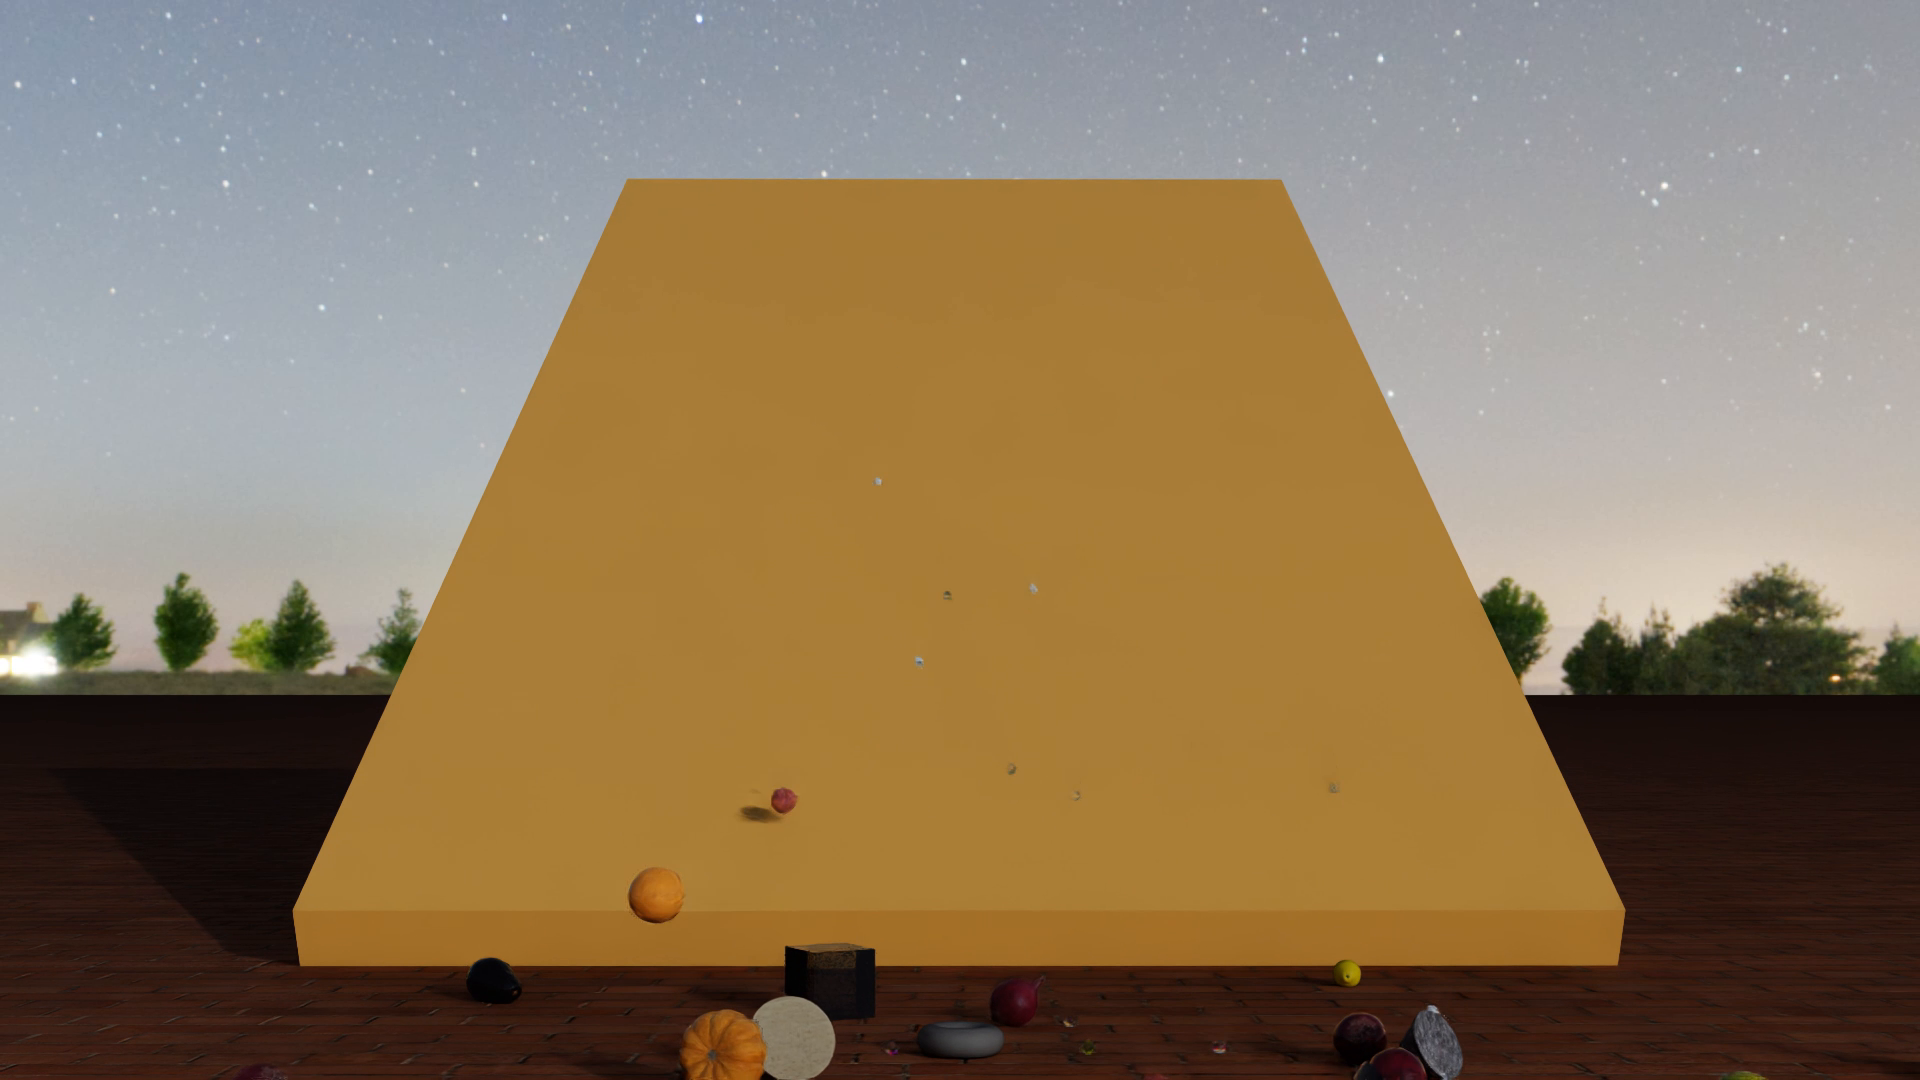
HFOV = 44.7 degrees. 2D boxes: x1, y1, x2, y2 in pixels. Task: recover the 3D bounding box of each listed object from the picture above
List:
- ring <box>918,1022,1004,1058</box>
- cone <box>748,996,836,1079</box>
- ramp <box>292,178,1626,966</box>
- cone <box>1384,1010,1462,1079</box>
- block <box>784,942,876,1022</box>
[{"bbox_3d":[0.001,0.576,2.690,0.101,0.034,0.101,1,-5,0],"label":"ring"},{"bbox_3d":[-0.195,0.562,2.559,0.096,0.096,0.096,1,-31,-18],"label":"cone"},{"bbox_3d":[-0.008,-0.229,5.342,2.000,0.100,4.000,0,25,0],"label":"ramp"},{"bbox_3d":[0.493,0.566,2.552,0.079,0.079,0.079,4,-32,-47],"label":"cone"},{"bbox_3d":[-0.168,0.569,3.007,0.087,0.087,0.087,2,-4,-29],"label":"block"}]
